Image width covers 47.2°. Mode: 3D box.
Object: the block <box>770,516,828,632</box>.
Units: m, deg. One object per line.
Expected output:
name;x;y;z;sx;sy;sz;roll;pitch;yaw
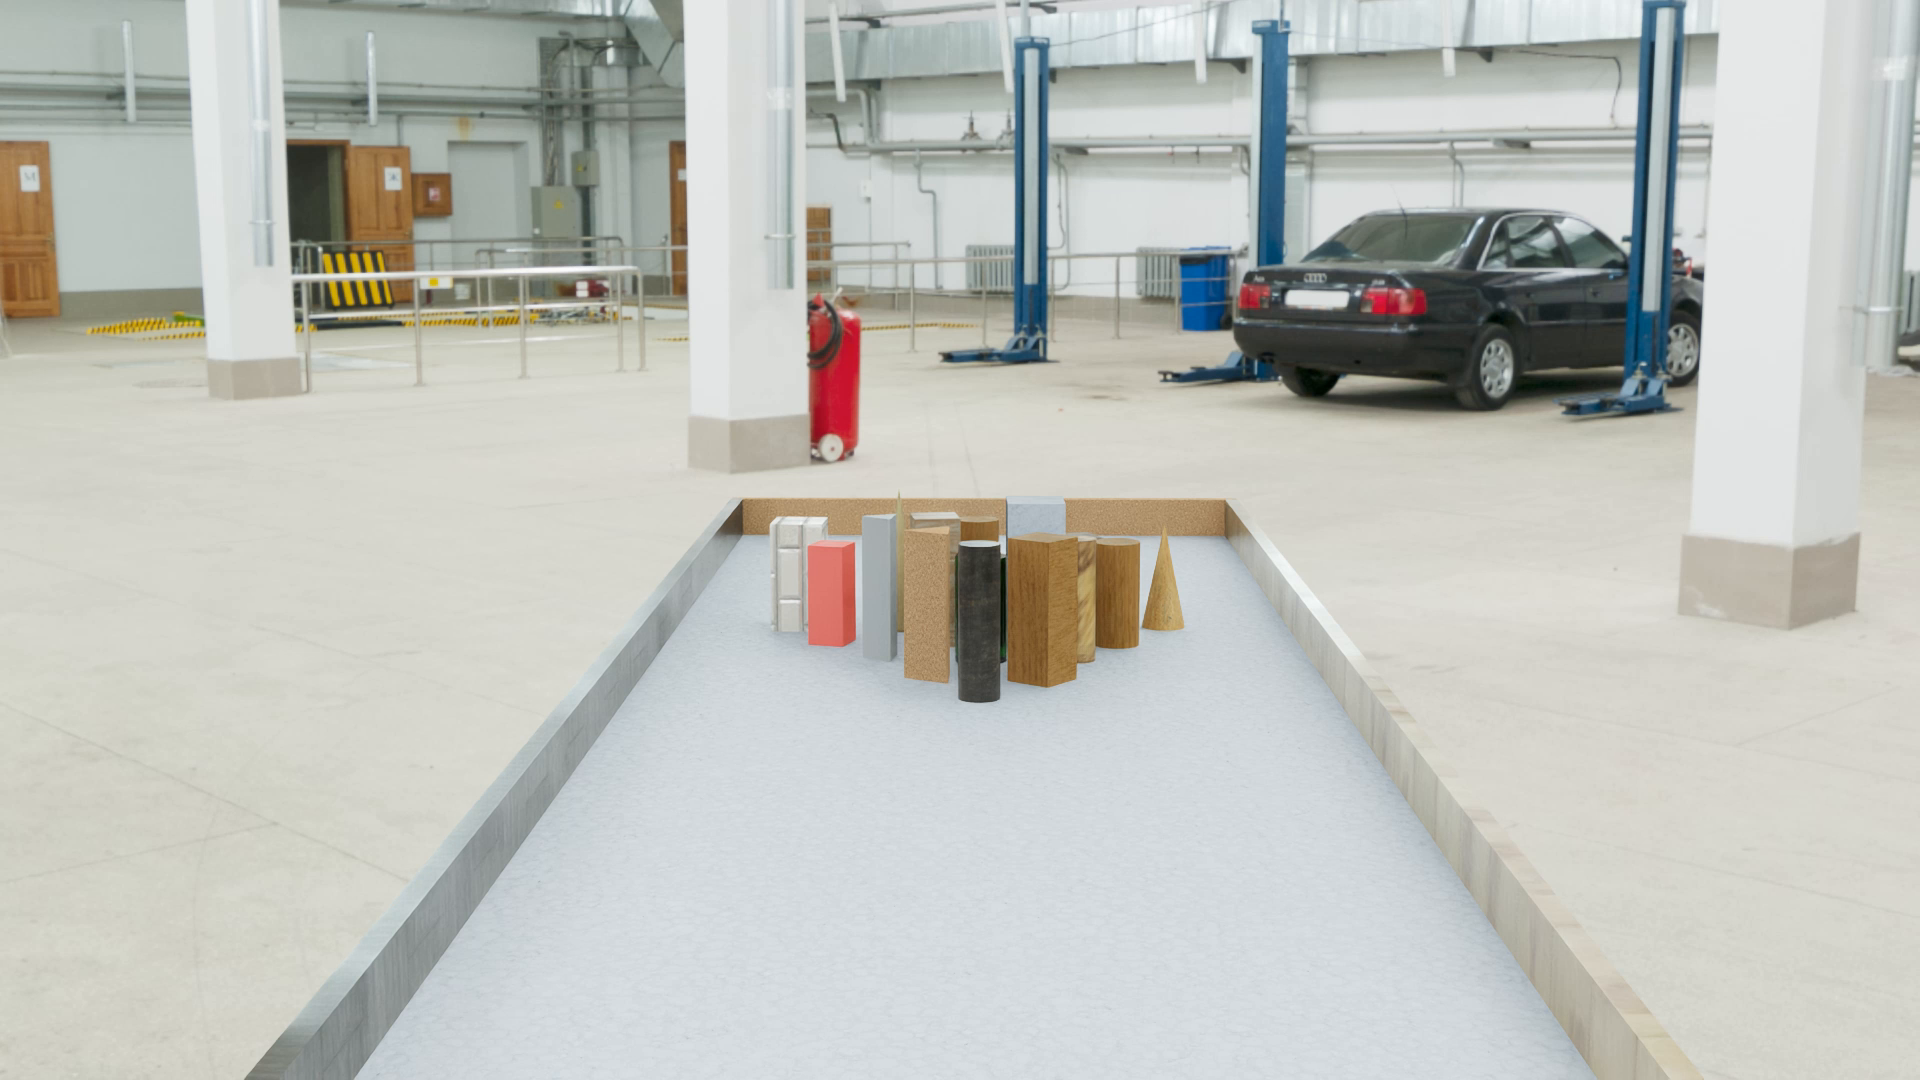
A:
block;-0.524;0.110;7.192;0.168;0.351;0.168;1;9;3

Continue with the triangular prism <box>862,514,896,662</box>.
triangular prism;-0.225;0.143;6.710;0.110;0.438;0.095;7;12;39

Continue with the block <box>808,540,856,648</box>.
block;-0.404;0.168;6.939;0.116;0.316;0.116;3;9;18

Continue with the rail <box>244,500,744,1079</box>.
rail;-1.004;0.839;3.234;0.050;0.150;12.000;0;9;1

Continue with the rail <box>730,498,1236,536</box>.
rail;0.099;-0.098;9.147;2.100;0.150;0.050;0;9;1

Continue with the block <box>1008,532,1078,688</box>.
block;0.240;0.201;6.394;0.145;0.422;0.145;7;11;37

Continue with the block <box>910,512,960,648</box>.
block;-0.078;0.125;6.923;0.142;0.407;0.142;-1;9;-8

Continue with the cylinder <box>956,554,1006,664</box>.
cylinder;0.064;0.207;6.676;0.158;0.322;0.158;0;9;0

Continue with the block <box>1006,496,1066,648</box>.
block;0.236;0.101;6.909;0.178;0.458;0.178;0;9;-1

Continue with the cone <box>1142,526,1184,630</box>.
cone;0.667;0.115;7.191;0.141;0.341;0.141;0;9;0

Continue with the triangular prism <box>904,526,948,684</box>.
triangular prism;-0.067;0.185;6.440;0.148;0.438;0.129;5;11;31

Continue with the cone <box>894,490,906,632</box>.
cone;-0.198;0.060;7.165;0.156;0.459;0.156;0;9;0

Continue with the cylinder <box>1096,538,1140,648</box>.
cylinder;0.492;0.167;6.912;0.146;0.327;0.146;0;9;0

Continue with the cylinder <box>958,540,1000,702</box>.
cylinder;0.054;0.228;6.163;0.119;0.441;0.119;0;9;0

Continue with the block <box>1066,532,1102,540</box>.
block;0.377;0.137;7.186;0.143;0.301;0.143;-3;10;-19

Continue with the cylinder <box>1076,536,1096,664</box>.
cylinder;0.360;0.180;6.676;0.105;0.374;0.105;0;9;0

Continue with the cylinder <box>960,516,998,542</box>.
cylinder;0.058;0.108;7.188;0.139;0.357;0.139;0;9;0

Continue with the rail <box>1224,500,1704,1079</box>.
rail;1.046;0.843;3.208;0.050;0.150;12.000;0;9;1
